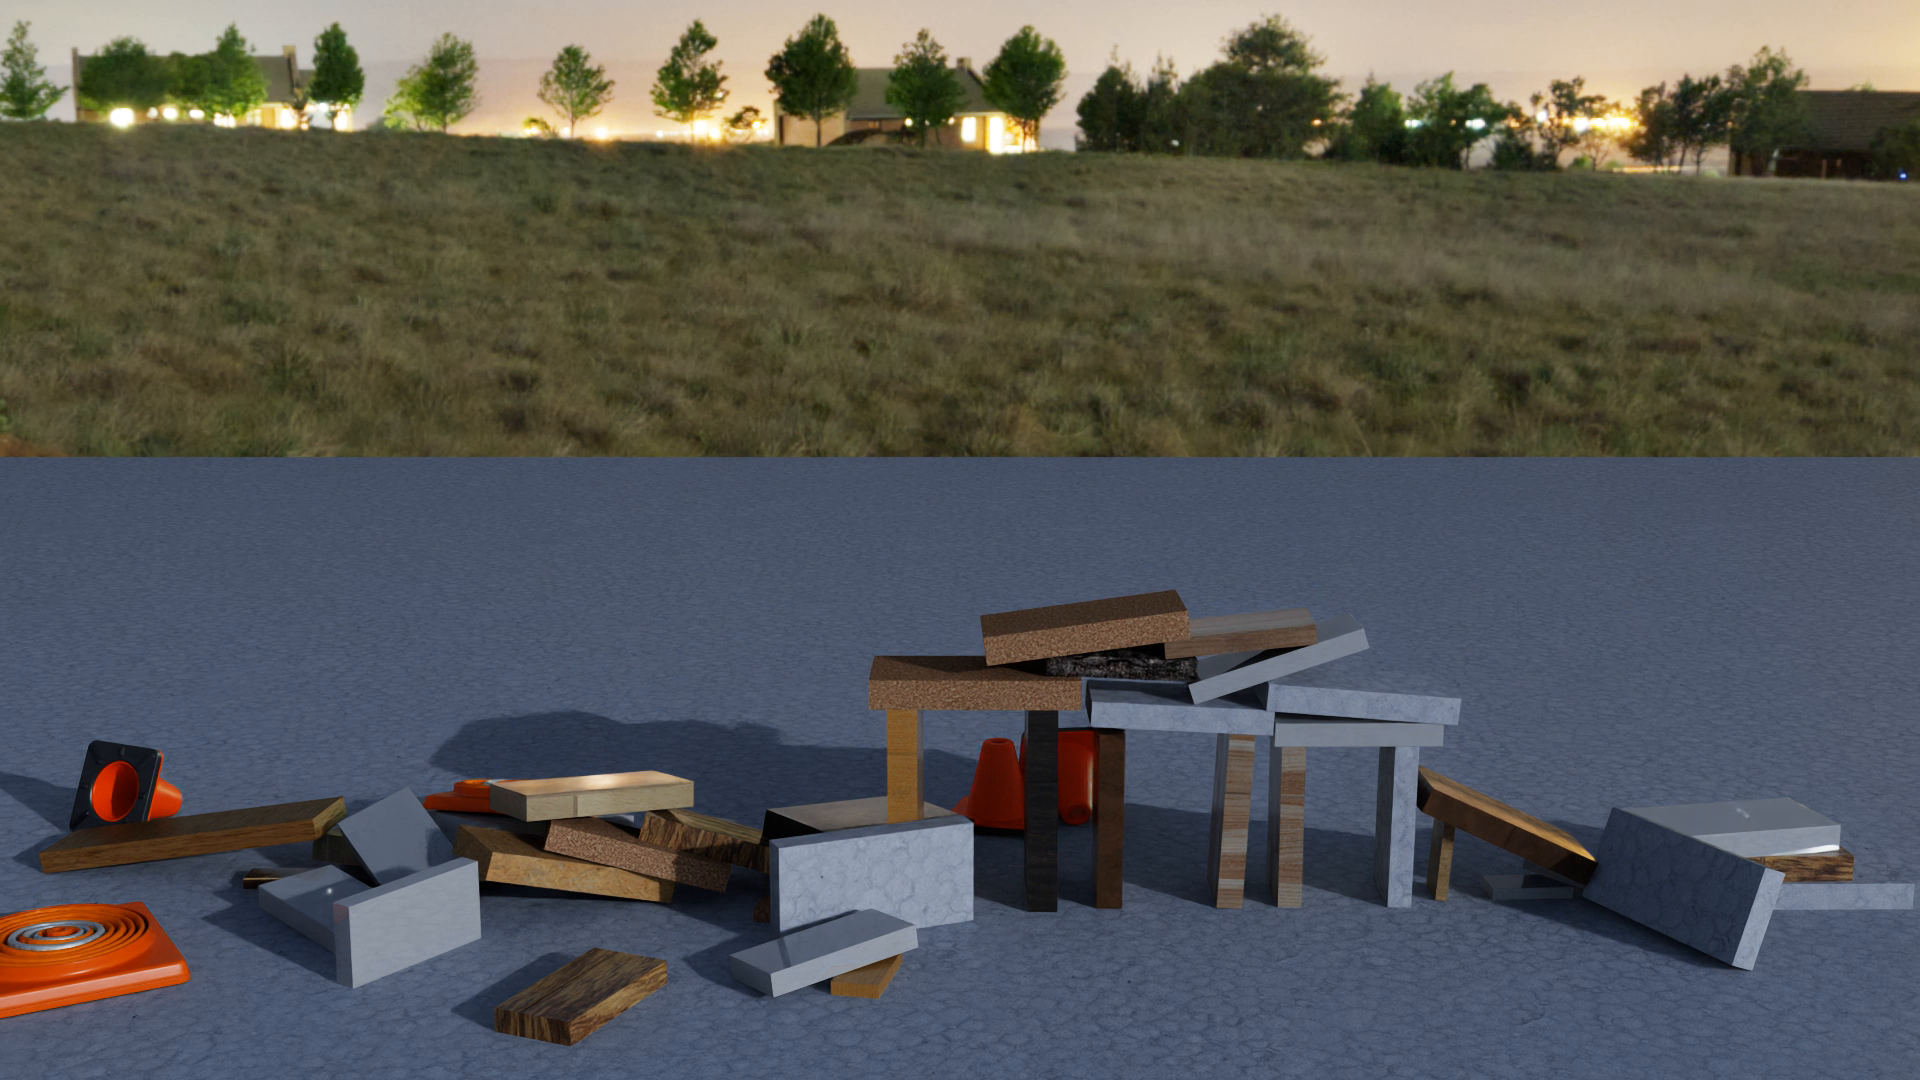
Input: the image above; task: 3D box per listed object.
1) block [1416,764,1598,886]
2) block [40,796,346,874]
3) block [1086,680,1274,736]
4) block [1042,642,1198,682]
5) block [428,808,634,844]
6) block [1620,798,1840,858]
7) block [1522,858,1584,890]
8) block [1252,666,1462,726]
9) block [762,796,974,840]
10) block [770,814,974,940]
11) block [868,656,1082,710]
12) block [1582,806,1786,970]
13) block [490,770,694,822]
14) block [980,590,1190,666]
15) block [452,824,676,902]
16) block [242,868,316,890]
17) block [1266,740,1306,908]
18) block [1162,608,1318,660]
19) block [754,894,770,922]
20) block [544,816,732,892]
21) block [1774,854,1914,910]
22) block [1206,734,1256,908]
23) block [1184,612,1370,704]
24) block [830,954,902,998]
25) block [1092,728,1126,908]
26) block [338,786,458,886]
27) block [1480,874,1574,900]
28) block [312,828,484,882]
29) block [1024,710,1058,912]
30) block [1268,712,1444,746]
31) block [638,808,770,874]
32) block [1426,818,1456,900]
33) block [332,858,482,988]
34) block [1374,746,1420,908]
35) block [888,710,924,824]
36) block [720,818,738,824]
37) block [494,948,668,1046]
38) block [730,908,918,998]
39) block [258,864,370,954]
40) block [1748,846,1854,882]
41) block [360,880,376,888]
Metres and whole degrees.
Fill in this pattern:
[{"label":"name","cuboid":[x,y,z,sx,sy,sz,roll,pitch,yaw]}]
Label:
[{"label":"block","cuboid":[0.893,0.470,3.650,0.305,0.043,0.153,24,9,-6]},{"label":"block","cuboid":[-1.321,0.508,3.792,0.500,0.037,0.130,-8,9,8]},{"label":"block","cuboid":[0.358,0.274,3.611,0.294,0.042,0.147,3,11,-1]},{"label":"block","cuboid":[0.260,0.195,3.592,0.243,0.034,0.122,3,11,-1]},{"label":"block","cuboid":[-0.746,0.499,3.829,0.163,0.046,0.326,4,-1,39]},{"label":"block","cuboid":[1.278,0.482,3.658,0.311,0.044,0.156,-2,11,-12]},{"label":"block","cuboid":[1.014,0.557,3.687,0.135,0.019,0.067,18,10,16]},{"label":"block","cuboid":[0.647,0.251,3.609,0.311,0.044,0.156,4,10,-2]},{"label":"block","cuboid":[-0.155,0.499,3.819,0.164,0.046,0.373,15,8,37]},{"label":"block","cuboid":[-0.138,0.540,3.488,0.328,0.164,0.046,-4,11,-23]},{"label":"block","cuboid":[0.025,0.233,3.597,0.340,0.048,0.170,0,11,1]},{"label":"block","cuboid":[1.135,0.545,3.469,0.044,0.156,0.336,18,2,-27]},{"label":"block","cuboid":[-0.615,0.426,3.676,0.301,0.043,0.150,-1,2,-35]},{"label":"block","cuboid":[0.201,0.141,3.579,0.328,0.046,0.164,-8,11,0]},{"label":"block","cuboid":[-0.647,0.531,3.604,0.326,0.046,0.163,14,2,-33]},{"label":"block","cuboid":[-1.146,0.572,3.720,0.116,0.016,0.058,0,11,-2]},{"label":"block","cuboid":[0.540,0.456,3.646,0.039,0.273,0.136,0,11,0]},{"label":"block","cuboid":[0.452,0.151,3.584,0.243,0.034,0.122,-6,10,3]},{"label":"block","cuboid":[-0.255,0.600,3.559,0.145,0.021,0.072,2,10,9]},{"label":"block","cuboid":[-0.535,0.512,3.636,0.301,0.043,0.150,16,1,-11]},{"label":"block","cuboid":[1.326,0.569,3.665,0.462,0.043,0.153,0,11,-1]},{"label":"block","cuboid":[0.448,0.444,3.643,0.042,0.294,0.147,3,11,-1]},{"label":"block","cuboid":[0.511,0.193,3.599,0.295,0.034,0.122,-18,11,2]},{"label":"block","cuboid":[-0.139,0.648,3.299,0.072,0.021,0.145,2,11,12]},{"label":"block","cuboid":[0.245,0.445,3.643,0.042,0.294,0.147,0,11,0]},{"label":"block","cuboid":[-0.916,0.518,3.634,0.130,0.037,0.260,-28,40,-23]},{"label":"block","cuboid":[0.947,0.579,3.675,0.135,0.019,0.067,-1,11,-3]},{"label":"block","cuboid":[-0.922,0.533,3.767,0.326,0.046,0.163,4,1,21]},{"label":"block","cuboid":[0.133,0.423,3.634,0.048,0.340,0.170,0,11,0]},{"label":"block","cuboid":[0.643,0.302,3.615,0.273,0.039,0.136,0,11,-2]},{"label":"block","cuboid":[-0.385,0.509,3.702,0.301,0.043,0.150,16,1,-5]},{"label":"block","cuboid":[0.799,0.523,3.655,0.019,0.135,0.068,4,10,-2]},{"label":"block","cuboid":[-0.842,0.582,3.363,0.036,0.127,0.254,7,13,34]},{"label":"block","cuboid":[0.722,0.455,3.646,0.039,0.273,0.136,1,11,1]},{"label":"block","cuboid":[-0.089,0.423,3.635,0.048,0.340,0.170,0,11,3]},{"label":"block","cuboid":[-0.459,0.529,3.941,0.072,0.021,0.145,3,11,16]},{"label":"block","cuboid":[-0.547,0.660,3.191,0.127,0.036,0.254,5,11,24]},{"label":"block","cuboid":[-0.205,0.620,3.317,0.254,0.036,0.127,-13,11,-33]},{"label":"block","cuboid":[-0.999,0.590,3.516,0.130,0.037,0.260,-13,19,-43]},{"label":"block","cuboid":[1.306,0.525,3.666,0.305,0.043,0.153,0,11,-2]},{"label":"block","cuboid":[-1.001,0.583,3.659,0.116,0.016,0.058,0,11,2]}]
